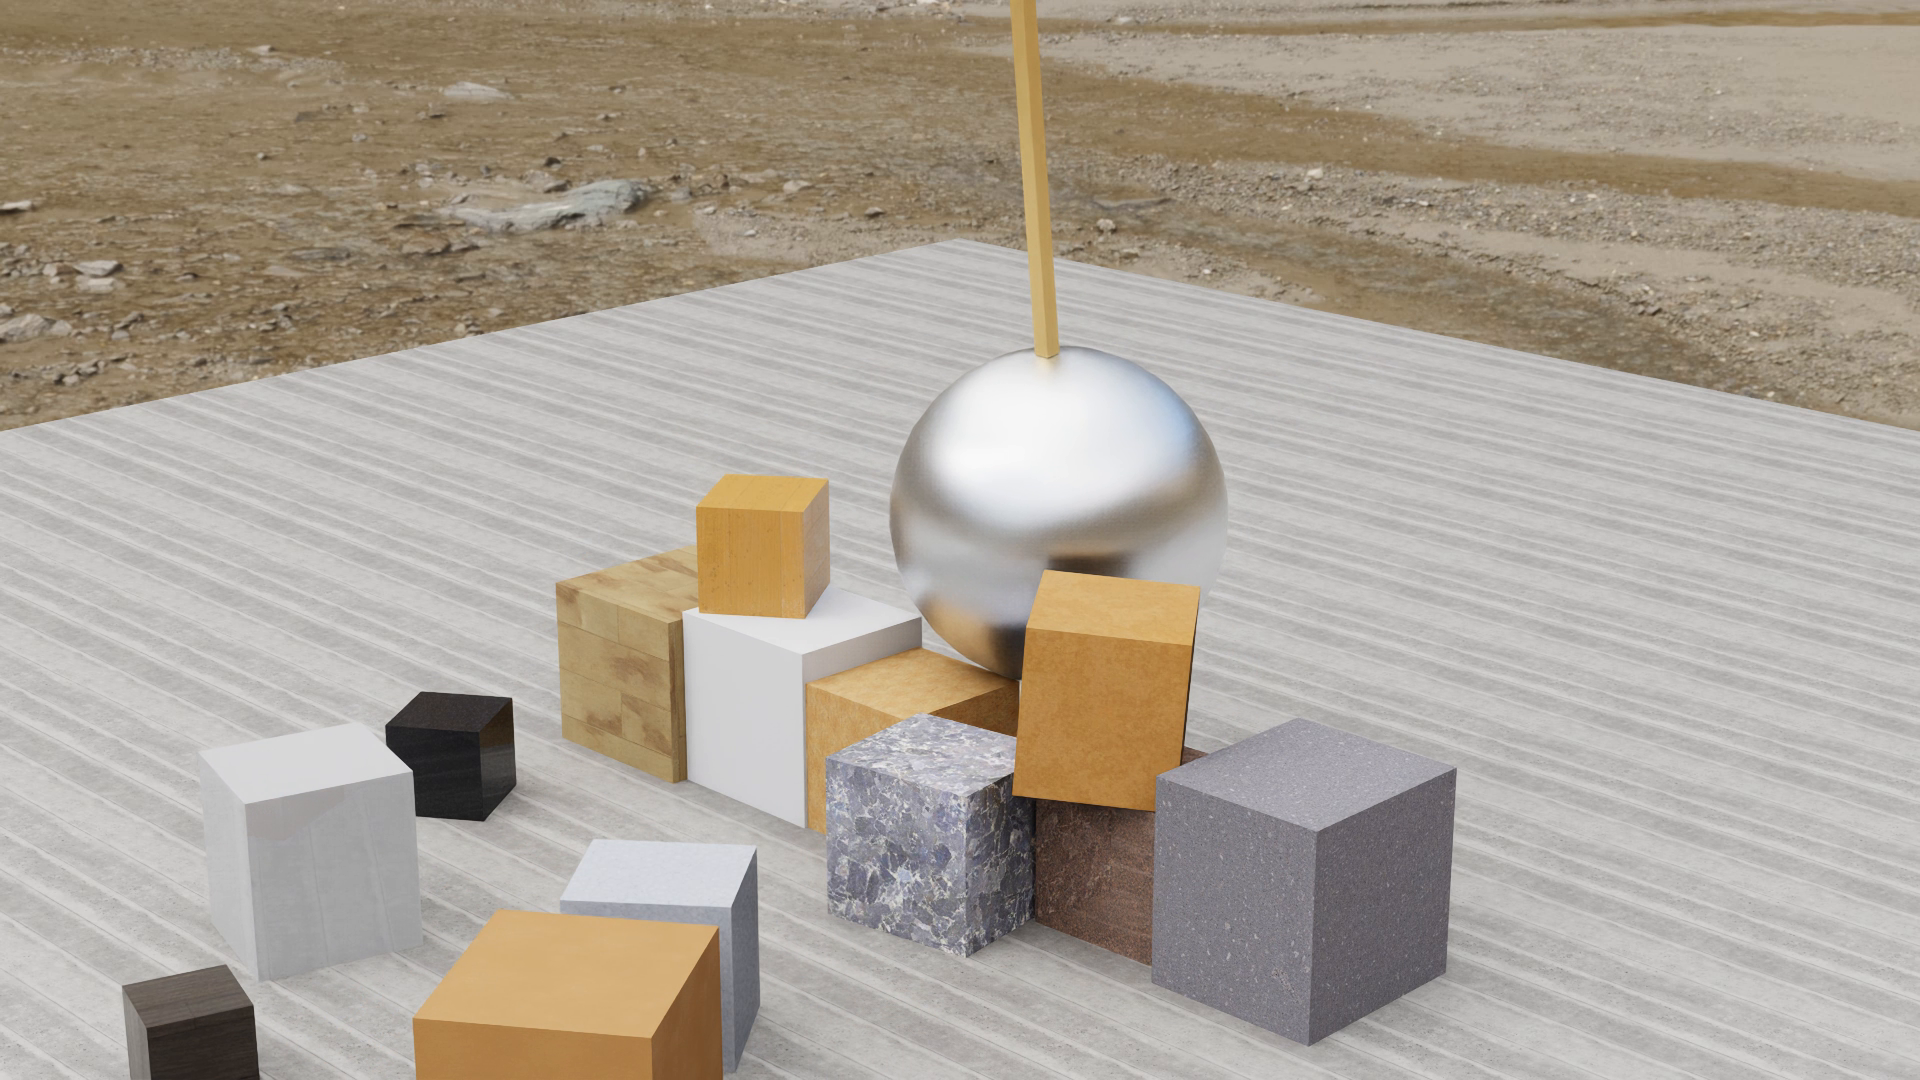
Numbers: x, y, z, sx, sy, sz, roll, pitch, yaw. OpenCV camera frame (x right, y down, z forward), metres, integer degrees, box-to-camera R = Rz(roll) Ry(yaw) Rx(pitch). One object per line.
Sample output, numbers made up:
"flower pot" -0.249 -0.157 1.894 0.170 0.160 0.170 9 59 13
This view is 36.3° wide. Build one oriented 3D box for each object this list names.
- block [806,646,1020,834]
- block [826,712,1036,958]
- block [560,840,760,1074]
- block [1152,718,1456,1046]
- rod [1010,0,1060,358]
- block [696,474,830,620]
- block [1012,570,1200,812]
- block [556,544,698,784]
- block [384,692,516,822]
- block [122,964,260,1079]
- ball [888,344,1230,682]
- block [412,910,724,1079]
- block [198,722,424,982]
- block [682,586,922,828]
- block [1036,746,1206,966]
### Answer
"block" -0.222 1.017 13.890 0.737 0.731 0.685 -17 24 -42
"block" -0.078 1.292 12.986 0.761 0.748 0.690 12 21 34
"block" -1.199 1.671 11.833 0.679 0.717 0.604 2 18 6
"block" 1.439 1.408 12.296 0.834 0.940 0.949 16 24 42
"rod" 0.201 -3.261 12.528 0.080 5.200 0.080 17 30 42
"block" -0.962 0.026 14.426 0.528 0.542 0.581 3 18 9
"block" 0.636 0.640 12.608 0.690 0.753 0.782 6 18 5
"block" -1.413 0.615 14.987 0.909 0.840 0.890 -17 24 -42
"block" -2.469 1.047 14.247 0.472 0.459 0.480 3 18 10
"block" -3.000 1.959 11.443 0.412 0.401 0.411 -9 20 -27
"ball" 0.464 -0.116 13.792 1.600 1.600 1.600 0 17 0
"block" -1.426 1.946 10.864 0.875 0.772 0.934 3 18 10
"block" -2.819 1.339 12.727 0.730 0.813 0.682 -10 20 -28
"block" -0.769 0.780 14.397 0.782 0.880 0.871 -17 24 -42
"block" 0.845 1.353 12.858 0.756 0.709 0.690 16 23 41
